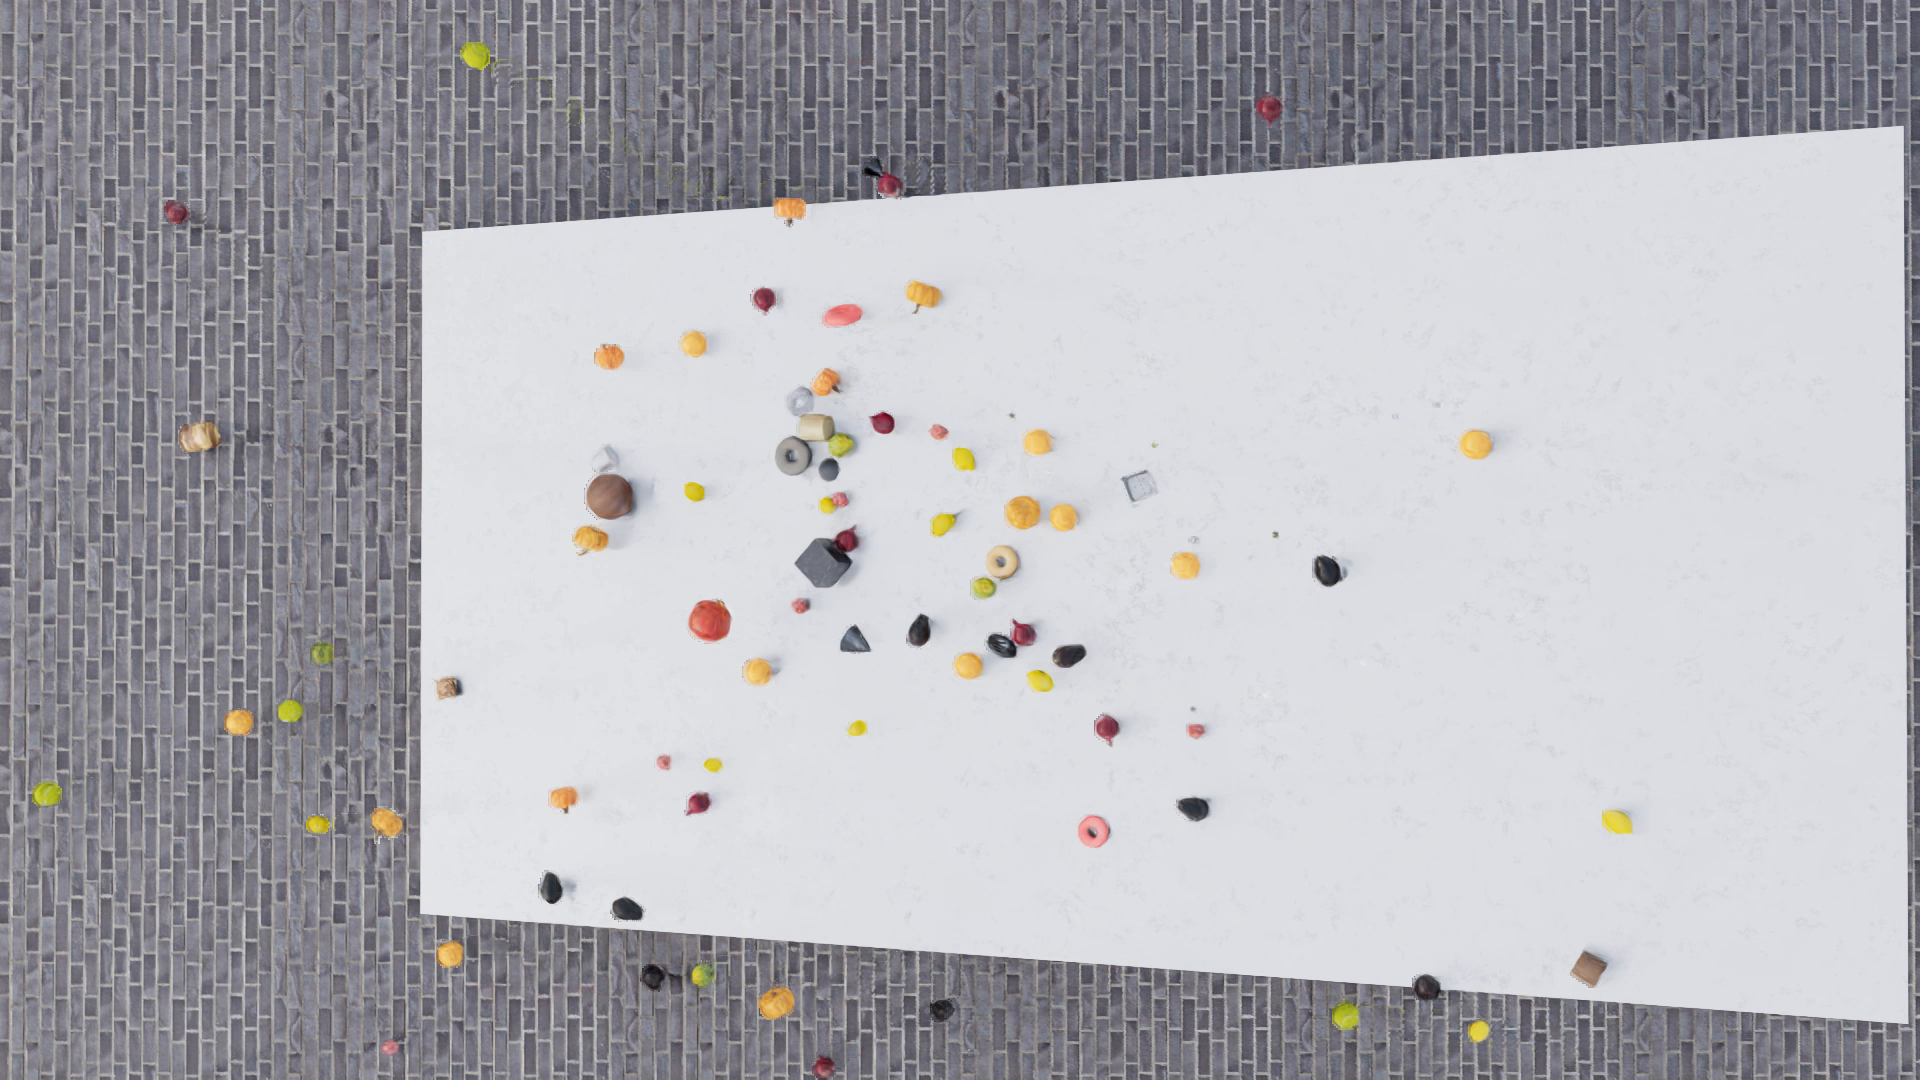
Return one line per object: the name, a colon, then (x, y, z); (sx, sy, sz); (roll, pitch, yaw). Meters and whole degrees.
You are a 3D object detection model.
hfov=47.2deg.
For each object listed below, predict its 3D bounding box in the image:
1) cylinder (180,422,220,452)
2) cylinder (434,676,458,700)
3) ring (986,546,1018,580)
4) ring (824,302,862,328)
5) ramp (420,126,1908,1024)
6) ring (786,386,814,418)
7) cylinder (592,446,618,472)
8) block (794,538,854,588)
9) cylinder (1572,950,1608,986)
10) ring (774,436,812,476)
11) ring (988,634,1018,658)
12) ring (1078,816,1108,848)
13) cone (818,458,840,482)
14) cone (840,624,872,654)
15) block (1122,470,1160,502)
cylinder: (-2.245, -0.304, 6.499); (0.079, 0.079, 0.079); (-11, 89, 16)
cylinder: (-1.490, 0.430, 6.375); (0.055, 0.055, 0.055); (-19, 103, 0)
ring: (0.109, 0.057, 5.724); (0.089, 0.030, 0.089); (0, 90, 22)
ring: (-0.311, -0.598, 5.854); (0.103, 0.103, 0.034); (-17, 121, 0)
ramp: (0.283, 0.085, 5.721); (4.000, 0.100, 2.000); (0, 89, 23)
ring: (-0.432, -0.374, 5.959); (0.083, 0.028, 0.083); (0, 90, 22)
cylinder: (-0.999, -0.228, 6.180); (0.053, 0.053, 0.053); (-34, 89, 21)
block: (-0.366, 0.062, 5.889); (0.093, 0.093, 0.093); (46, 106, 17)
cylinder: (1.466, 0.998, 5.123); (0.062, 0.062, 0.062); (31, 89, 20)
ring: (-0.453, -0.227, 5.961); (0.107, 0.036, 0.107); (0, 90, 22)
ring: (0.109, 0.276, 5.696); (0.086, 0.086, 0.029); (33, 64, 0)
ring: (0.341, 0.746, 5.619); (0.083, 0.028, 0.083); (0, 91, 23)
cone: (-0.366, -0.190, 5.909); (0.064, 0.064, 0.064); (0, 89, 23)
cone: (-0.263, 0.281, 5.848); (0.082, 0.082, 0.082); (38, 89, 30)
block: (0.458, -0.136, 5.563); (0.061, 0.061, 0.061); (-22, 81, 21)
